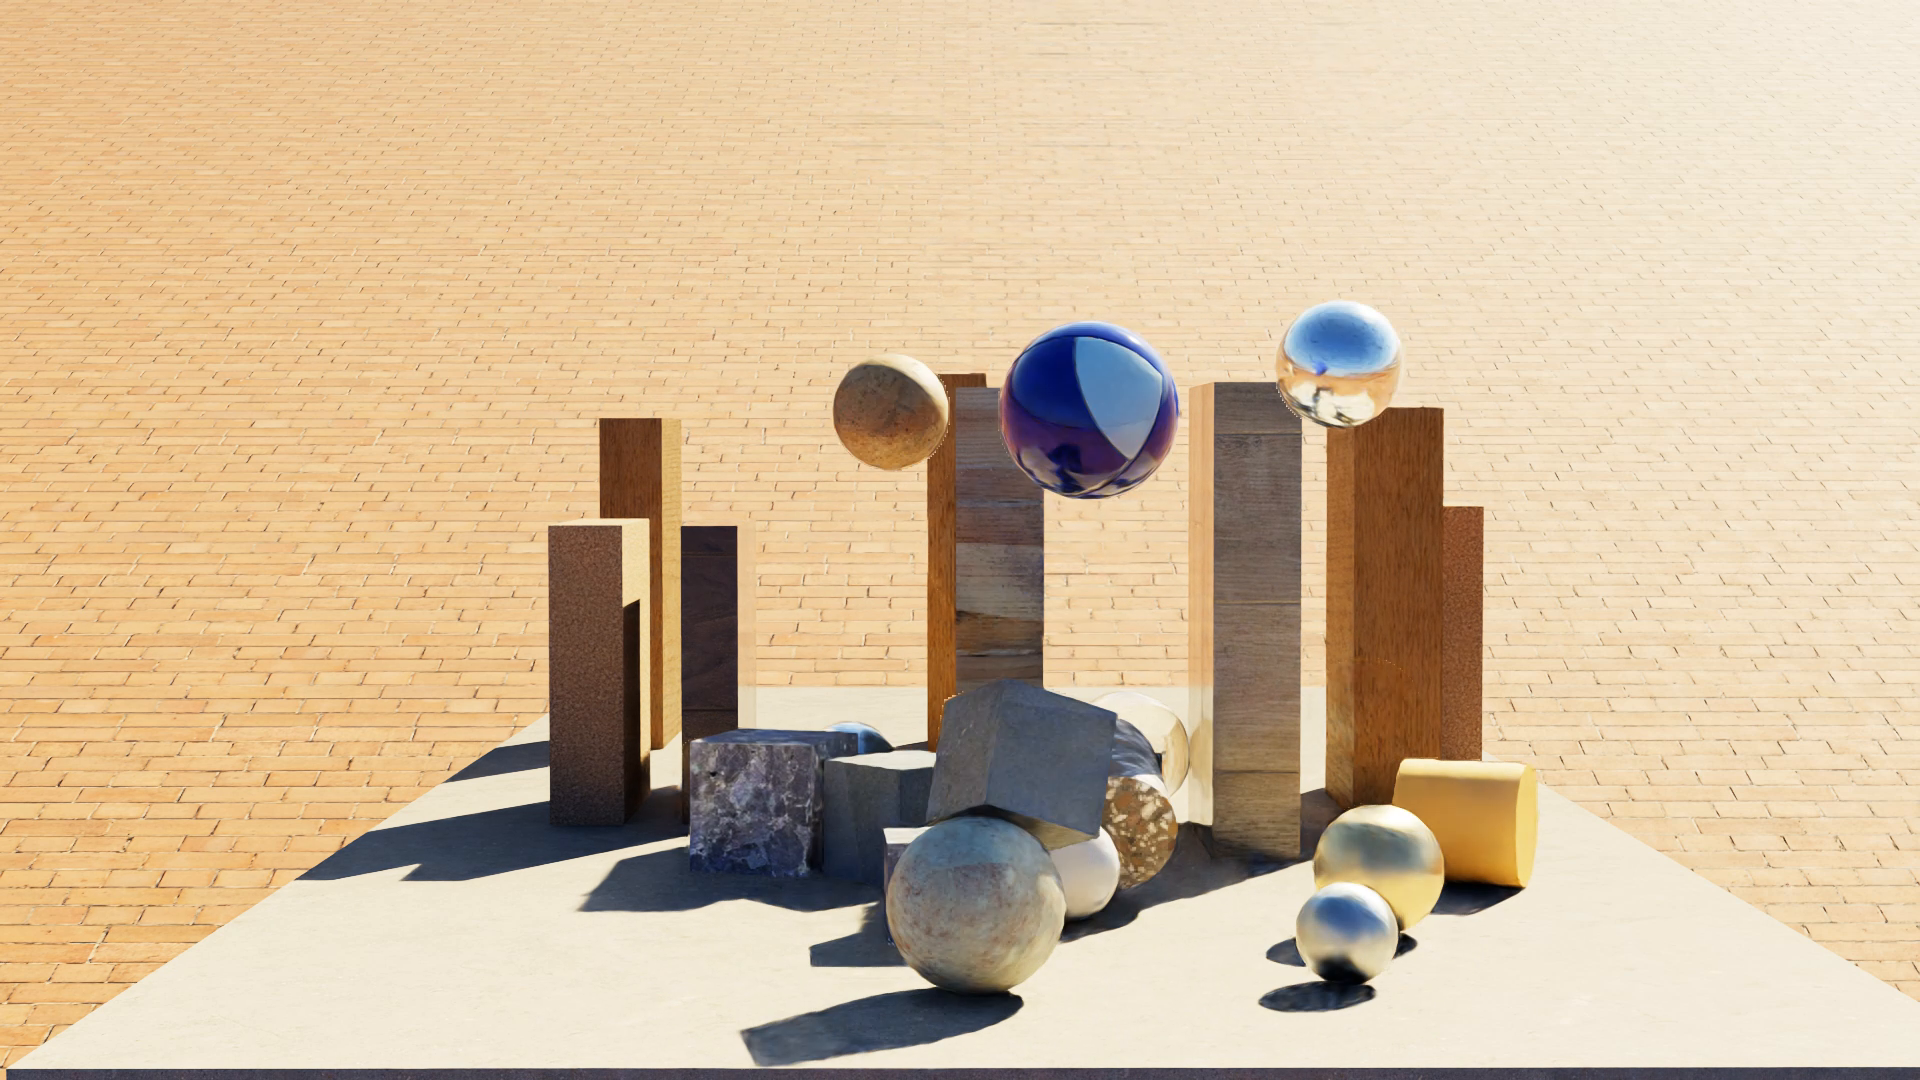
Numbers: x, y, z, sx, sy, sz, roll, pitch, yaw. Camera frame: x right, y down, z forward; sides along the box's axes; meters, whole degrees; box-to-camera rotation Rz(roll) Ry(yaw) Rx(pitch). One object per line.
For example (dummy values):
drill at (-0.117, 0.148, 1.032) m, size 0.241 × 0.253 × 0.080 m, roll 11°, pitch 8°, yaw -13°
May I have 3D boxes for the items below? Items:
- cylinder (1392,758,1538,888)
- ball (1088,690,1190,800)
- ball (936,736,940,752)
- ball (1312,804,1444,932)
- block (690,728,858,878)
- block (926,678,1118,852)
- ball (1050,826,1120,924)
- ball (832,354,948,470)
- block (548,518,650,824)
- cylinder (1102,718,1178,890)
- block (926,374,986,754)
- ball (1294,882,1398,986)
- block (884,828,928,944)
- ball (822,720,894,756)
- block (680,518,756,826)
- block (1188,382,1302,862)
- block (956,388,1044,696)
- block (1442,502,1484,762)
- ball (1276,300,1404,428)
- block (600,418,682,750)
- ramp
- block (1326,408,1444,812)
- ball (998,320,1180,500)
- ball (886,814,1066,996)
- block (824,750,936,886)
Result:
cylinder at (0.707, 0.395, 3.605) m, size 0.171 × 0.171 × 0.171 m, roll 1°, pitch 23°, yaw 22°
ball at (0.270, 0.346, 4.174) m, size 0.206 × 0.206 × 0.206 m, roll 0°, pitch 24°, yaw 0°
ball at (0.022, 0.339, 4.104) m, size 0.122 × 0.122 × 0.122 m, roll 0°, pitch 24°, yaw 0°
ball at (0.525, 0.414, 3.235) m, size 0.164 × 0.164 × 0.164 m, roll 0°, pitch 24°, yaw 0°
block at (-0.271, 0.382, 3.777) m, size 0.188 × 0.188 × 0.188 m, roll 1°, pitch 2°, yaw 19°
block at (0.070, 0.263, 2.975) m, size 0.149 × 0.149 × 0.149 m, roll 19°, pitch -22°, yaw -23°
ball at (0.134, 0.422, 3.312) m, size 0.143 × 0.143 × 0.143 m, roll 0°, pitch 24°, yaw 0°
ball at (-0.081, -0.150, 2.992) m, size 0.134 × 0.134 × 0.134 m, roll 0°, pitch 24°, yaw 0°
block at (-0.605, 0.212, 4.347) m, size 0.120 × 0.486 × 0.363 m, roll 0°, pitch 2°, yaw 0°
cylinder at (0.193, 0.355, 3.485) m, size 0.175 × 0.175 × 0.175 m, roll -2°, pitch 24°, yaw -5°
block at (-0.007, 0.045, 5.215) m, size 0.117 × 0.755 × 0.276 m, roll 0°, pitch 2°, yaw 0°
ball at (0.440, 0.448, 2.933) m, size 0.117 × 0.117 × 0.117 m, roll 0°, pitch 24°, yaw 0°
block at (-0.031, 0.433, 3.239) m, size 0.125 × 0.125 × 0.125 m, roll 0°, pitch 2°, yaw -4°
ball at (-0.182, 0.379, 4.245) m, size 0.161 × 0.161 × 0.161 m, roll 0°, pitch 24°, yaw 0°
block at (-0.404, 0.212, 4.348) m, size 0.092 × 0.486 × 0.381 m, roll 0°, pitch 2°, yaw 0°
block at (0.438, 0.114, 3.999) m, size 0.130 × 0.708 × 0.408 m, roll 0°, pitch 2°, yaw 0°
block at (0.064, 0.100, 4.372) m, size 0.142 × 0.708 × 0.429 m, roll 0°, pitch 2°, yaw 0°
block at (0.872, 0.188, 4.725) m, size 0.116 × 0.506 × 0.288 m, roll 0°, pitch 2°, yaw 0°
ball at (0.431, -0.200, 2.925) m, size 0.146 × 0.146 × 0.146 m, roll 0°, pitch 24°, yaw 0°
block at (-0.664, 0.082, 5.387) m, size 0.126 × 0.670 × 0.369 m, roll 0°, pitch 2°, yaw 0°
ramp at (0.055, 0.498, 4.545) m, size 2.000 × 0.100 × 4.000 m, roll 0°, pitch 2°, yaw 0°
block at (0.718, 0.115, 4.379) m, size 0.146 × 0.676 × 0.317 m, roll 0°, pitch 2°, yaw 0°
ball at (0.130, -0.130, 2.581) m, size 0.181 × 0.181 × 0.181 m, roll 0°, pitch 24°, yaw 0°
ball at (0.018, 0.408, 2.883) m, size 0.201 × 0.201 × 0.201 m, roll 0°, pitch 24°, yaw 0°
block at (-0.078, 0.397, 3.679) m, size 0.166 × 0.166 × 0.166 m, roll -2°, pitch 3°, yaw -42°
